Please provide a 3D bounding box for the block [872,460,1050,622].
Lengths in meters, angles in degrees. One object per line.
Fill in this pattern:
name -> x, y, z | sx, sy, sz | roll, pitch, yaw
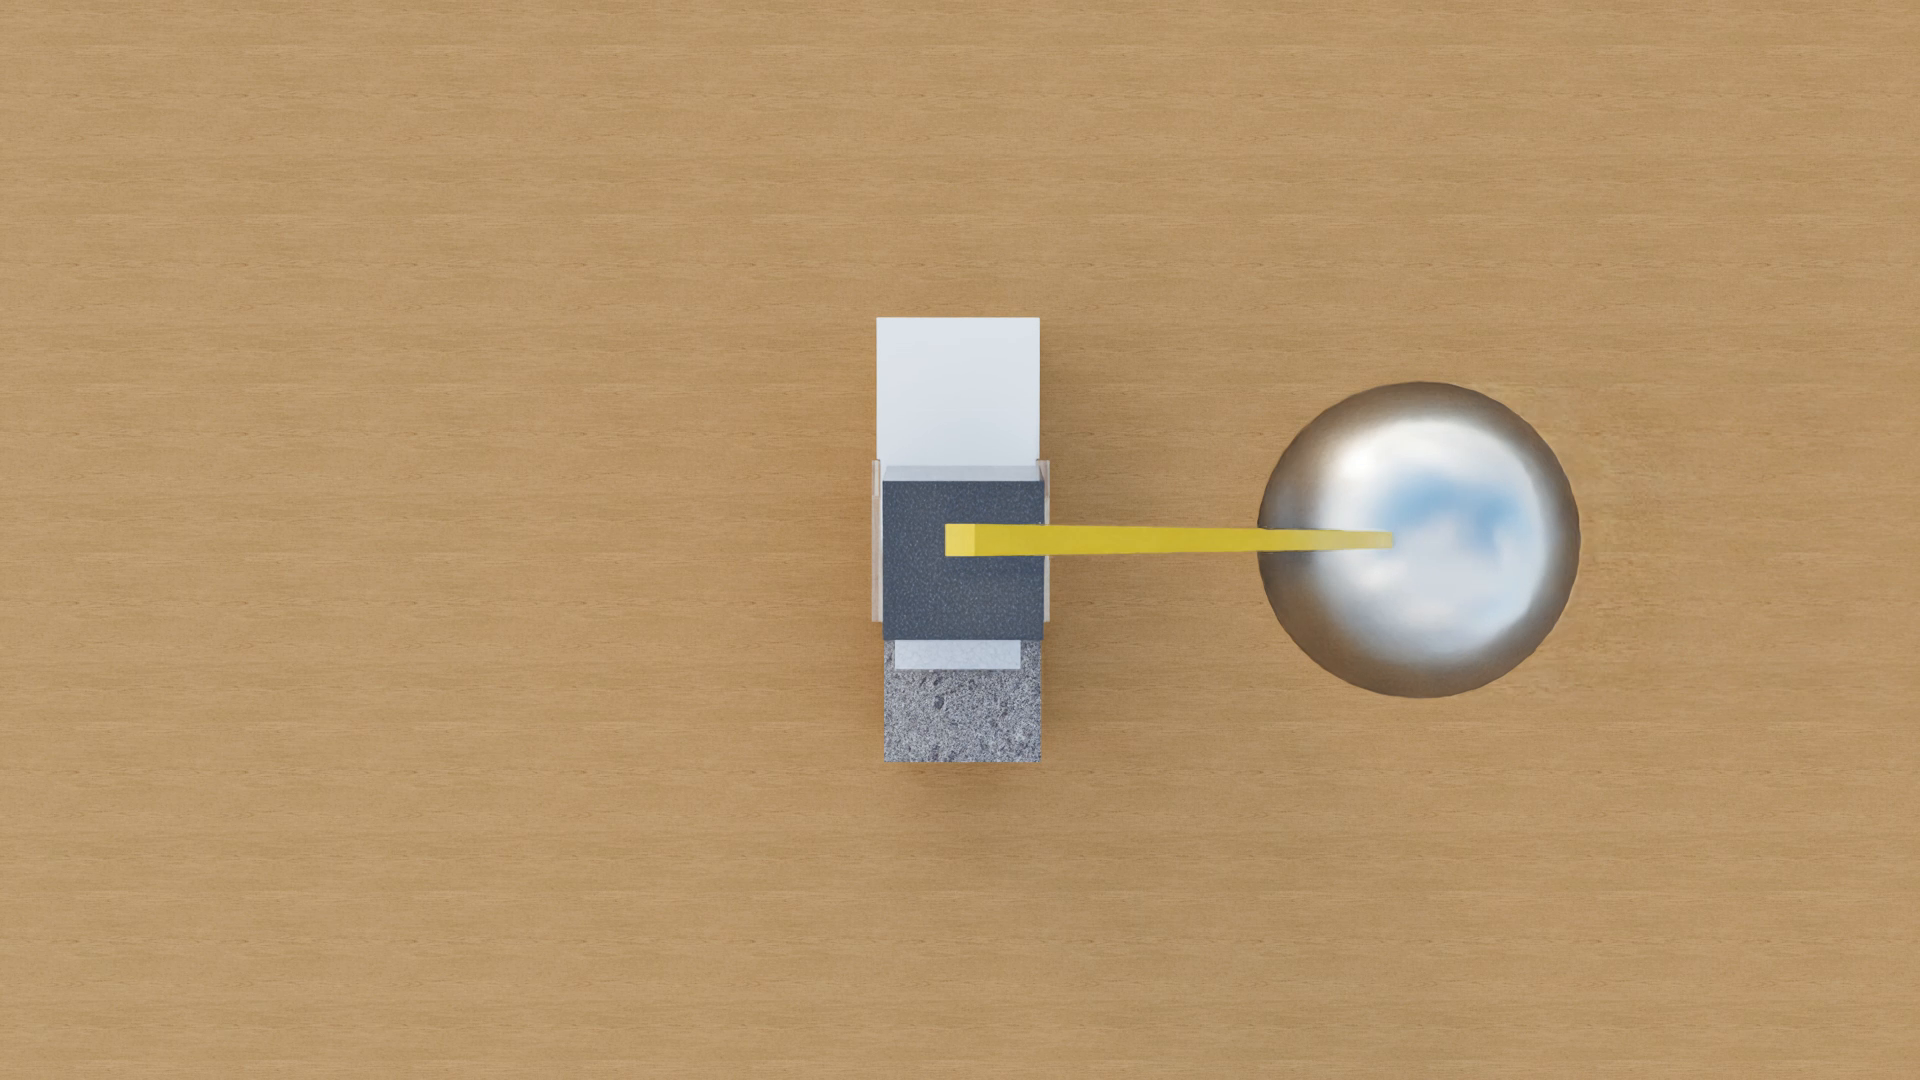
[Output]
block -> 0.003, 0.006, 12.514 | 0.973, 0.972, 0.881 | 0, 90, 0

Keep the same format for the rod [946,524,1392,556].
rod -> 0.994, 0.000, 7.923 | 0.080, 5.200, 0.080 | 0, 90, 22

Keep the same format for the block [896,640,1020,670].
block -> -0.011, 0.334, 11.649 | 0.641, 0.758, 0.656 | 0, 90, 0

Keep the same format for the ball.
ball -> 2.295, 0.000, 11.065 | 1.600, 1.600, 1.600 | 0, 90, 0

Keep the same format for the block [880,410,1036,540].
block -> -0.009, -0.333, 11.622 | 0.790, 0.813, 0.658 | 0, 90, 0

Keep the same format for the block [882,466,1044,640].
block -> 0.017, 0.054, 10.880 | 0.775, 0.681, 0.773 | 0, 98, 0

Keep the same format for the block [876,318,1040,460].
block -> -0.010, -0.834, 12.549 | 0.894, 0.902, 0.778 | 0, 90, 0

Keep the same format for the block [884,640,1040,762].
block -> 0.014, 0.840, 12.548 | 0.862, 0.904, 0.766 | 0, 90, 0
